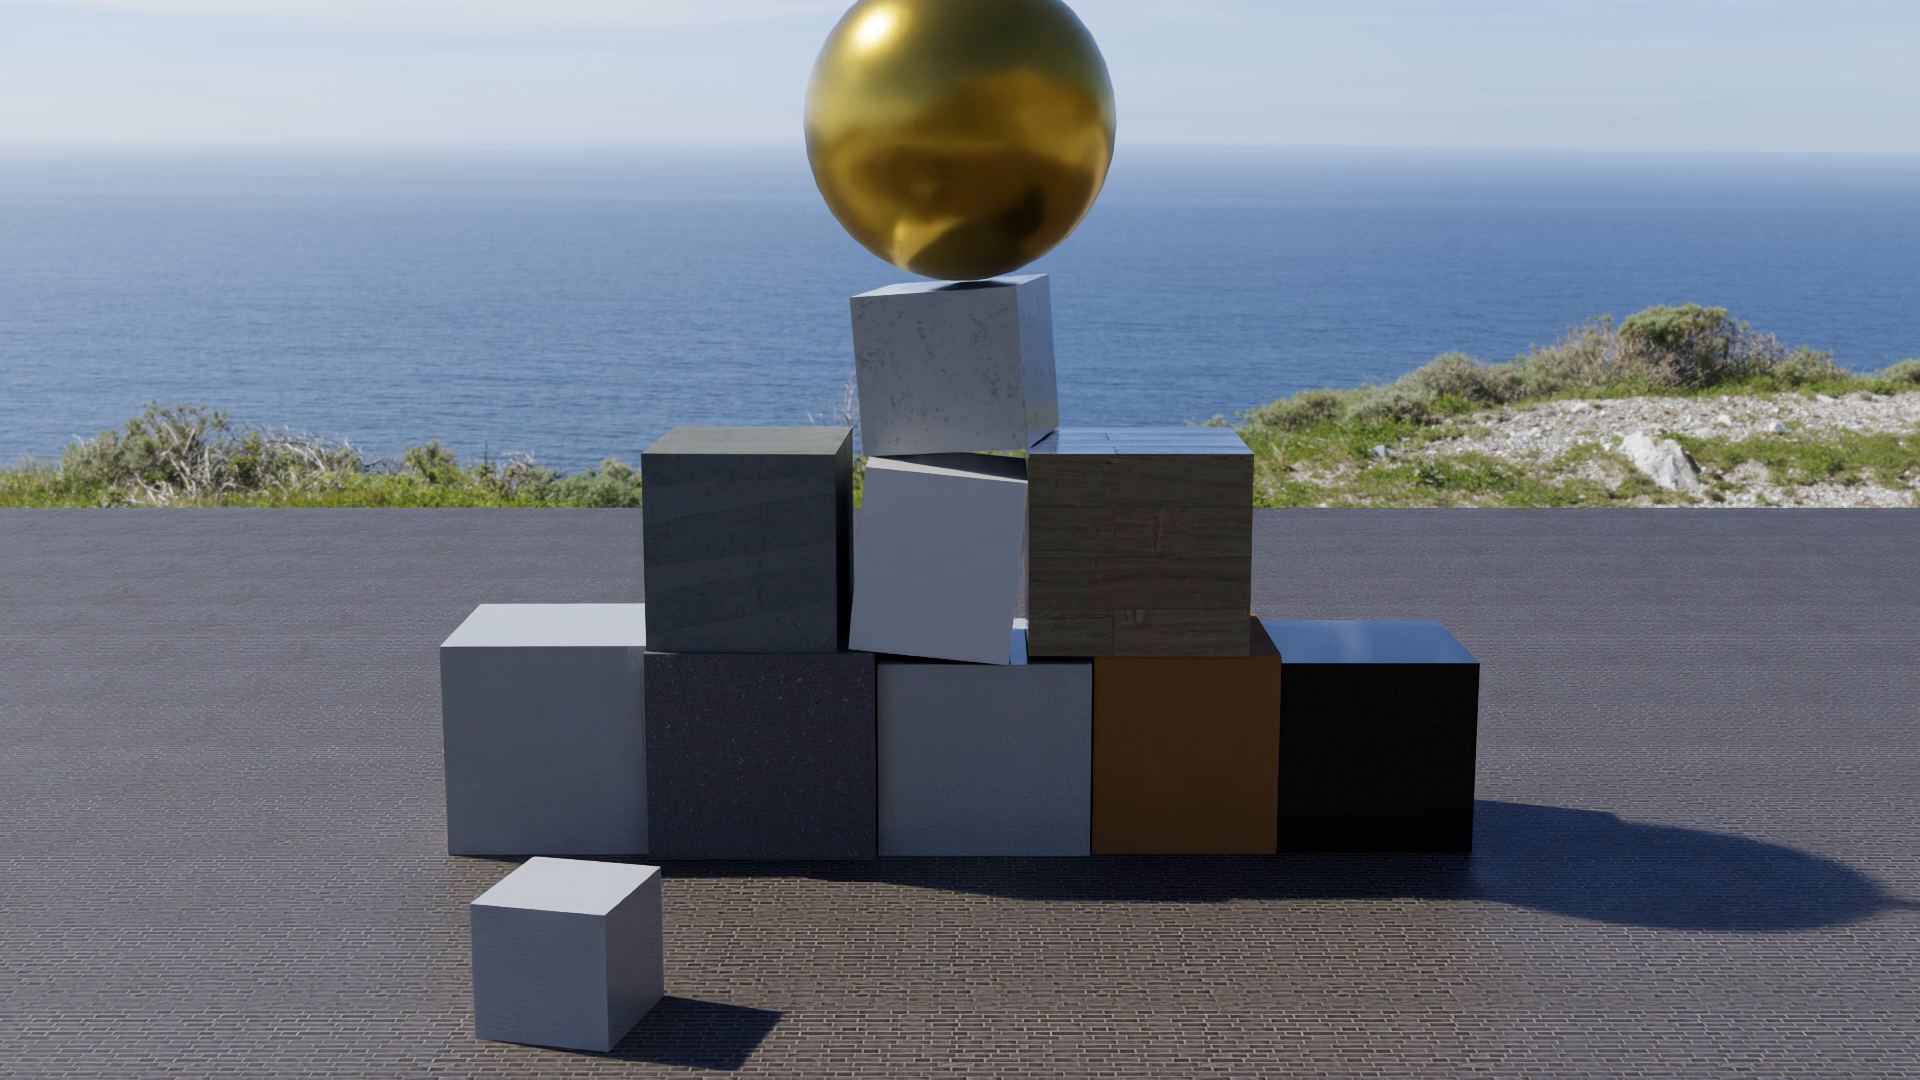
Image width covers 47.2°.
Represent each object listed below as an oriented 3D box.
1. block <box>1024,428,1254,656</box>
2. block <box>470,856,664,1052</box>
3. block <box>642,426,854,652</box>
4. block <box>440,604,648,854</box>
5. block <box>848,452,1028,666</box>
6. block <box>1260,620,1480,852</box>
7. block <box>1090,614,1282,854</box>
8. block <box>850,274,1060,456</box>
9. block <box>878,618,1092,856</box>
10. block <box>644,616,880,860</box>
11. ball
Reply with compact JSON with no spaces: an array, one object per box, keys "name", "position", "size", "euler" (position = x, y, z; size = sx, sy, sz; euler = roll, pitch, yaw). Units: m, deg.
[{"name":"block","position":[0.880,-0.011,11.158],"size":[1.080,1.001,0.992],"euler":[0,10,1]},{"name":"block","position":[-1.575,1.659,8.878],"size":[0.564,0.559,0.595],"euler":[2,11,13]},{"name":"block","position":[-1.050,-0.026,11.163],"size":[0.936,0.976,1.040],"euler":[0,10,2]},{"name":"block","position":[-2.049,0.953,11.350],"size":[1.006,1.064,1.005],"euler":[0,10,-1]},{"name":"block","position":[-0.103,0.055,11.077],"size":[0.788,0.905,0.849],"euler":[6,10,0]},{"name":"block","position":[2.069,0.995,11.375],"size":[0.971,0.972,0.983],"euler":[0,10,0]},{"name":"block","position":[1.117,0.978,11.352],"size":[0.918,1.015,0.982],"euler":[0,10,0]},{"name":"block","position":[-0.009,-0.898,11.172],"size":[0.836,0.791,0.857],"euler":[-2,10,13]},{"name":"block","position":[0.120,0.995,11.370],"size":[1.051,0.975,1.062],"euler":[0,10,0]},{"name":"block","position":[-0.977,0.964,11.354],"size":[1.124,1.041,1.153],"euler":[0,10,0]},{"name":"ball","position":[0.000,-2.125,11.213],"size":[1.600,1.600,1.600],"euler":[0,10,0]}]
